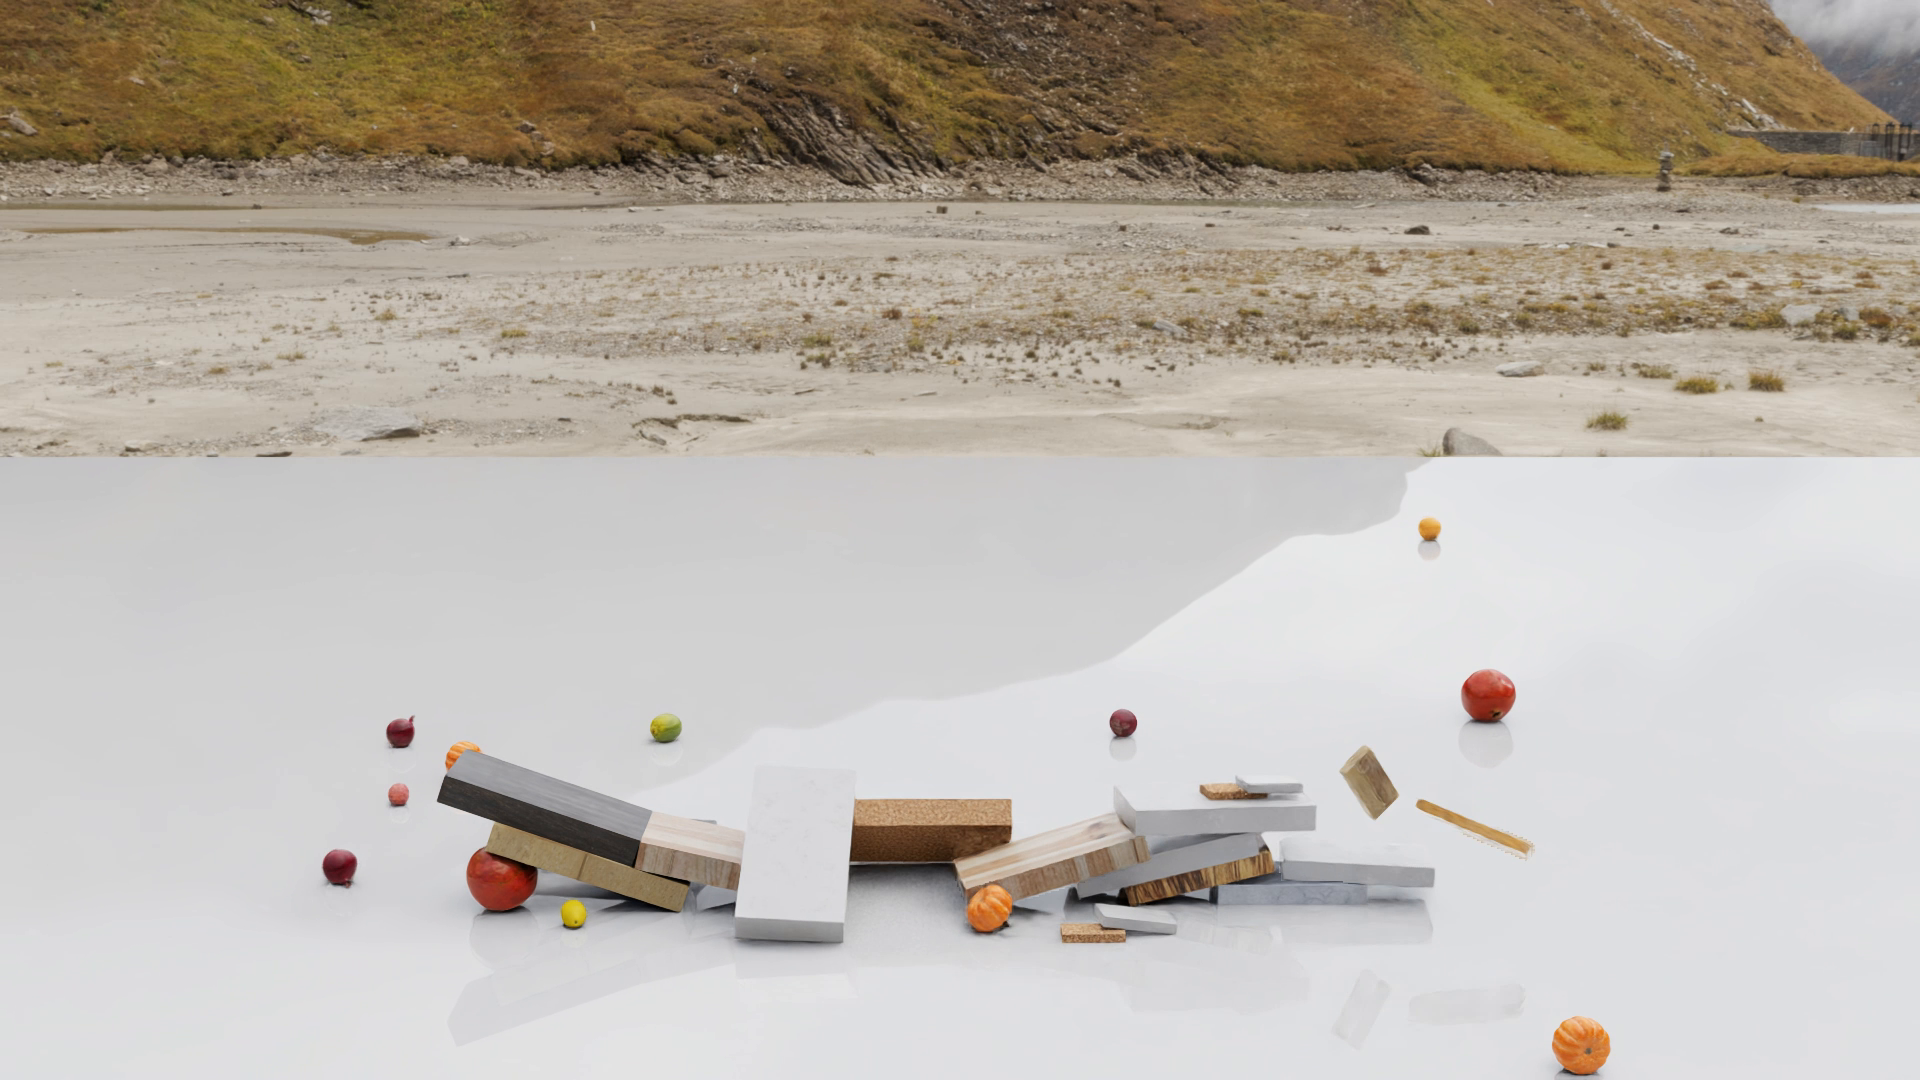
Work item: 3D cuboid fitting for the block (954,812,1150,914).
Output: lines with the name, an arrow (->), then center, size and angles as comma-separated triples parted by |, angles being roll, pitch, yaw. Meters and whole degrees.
block -> 0.149, 0.527, 3.625 | 0.303, 0.043, 0.152 | -16, 12, -5

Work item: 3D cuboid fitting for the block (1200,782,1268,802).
block -> 0.453, 0.415, 3.638 | 0.099, 0.014, 0.050 | -2, 10, -15

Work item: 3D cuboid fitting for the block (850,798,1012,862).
block -> -0.100, 0.497, 3.760 | 0.371, 0.048, 0.170 | 0, -29, -2

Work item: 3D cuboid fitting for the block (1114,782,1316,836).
block -> 0.420, 0.443, 3.643 | 0.303, 0.043, 0.152 | -1, 10, -9

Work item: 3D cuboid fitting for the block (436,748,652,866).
block -> -0.682, 0.440, 3.633 | 0.330, 0.047, 0.165 | 19, 9, -4

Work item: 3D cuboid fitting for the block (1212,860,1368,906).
block -> 0.546, 0.572, 3.670 | 0.245, 0.035, 0.122 | 0, 11, 0

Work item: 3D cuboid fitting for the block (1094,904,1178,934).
block -> 0.279, 0.603, 3.497 | 0.122, 0.017, 0.061 | 8, 9, -12

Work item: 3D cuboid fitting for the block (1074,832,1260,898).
block -> 0.333, 0.517, 3.668 | 0.303, 0.043, 0.152 | -13, 10, -1

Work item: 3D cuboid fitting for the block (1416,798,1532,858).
block -> 0.824, 0.462, 3.527 | 0.188, 0.017, 0.061 | 22, -7, 21

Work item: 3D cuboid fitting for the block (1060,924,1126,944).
block -> 0.210, 0.620, 3.469 | 0.099, 0.014, 0.049 | 0, 11, -1

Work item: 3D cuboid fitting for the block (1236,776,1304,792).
block -> 0.511, 0.403, 3.632 | 0.099, 0.014, 0.050 | 2, 9, -18

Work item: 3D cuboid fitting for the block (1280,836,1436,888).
block -> 0.660, 0.537, 3.667 | 0.245, 0.035, 0.122 | 2, 11, 5

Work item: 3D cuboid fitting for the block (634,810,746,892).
block -> -0.362, 0.532, 3.649 | 0.330, 0.047, 0.165 | 13, 10, -3

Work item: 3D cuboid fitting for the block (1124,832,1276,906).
block -> 0.392, 0.545, 3.664 | 0.245, 0.035, 0.122 | -13, 10, 0

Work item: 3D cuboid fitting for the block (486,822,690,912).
block -> -0.607, 0.517, 3.638 | 0.330, 0.047, 0.165 | 19, 9, -6

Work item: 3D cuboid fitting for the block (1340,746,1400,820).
block -> 0.673, 0.399, 3.615 | 0.061, 0.122, 0.017 | -43, 32, -12

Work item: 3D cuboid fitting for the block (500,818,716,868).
block -> -0.615, 0.531, 3.854 | 0.340, 0.048, 0.170 | 2, 11, 10

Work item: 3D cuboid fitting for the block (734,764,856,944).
block -> -0.263, 0.503, 3.562 | 0.170, 0.048, 0.340 | 3, 38, -1
